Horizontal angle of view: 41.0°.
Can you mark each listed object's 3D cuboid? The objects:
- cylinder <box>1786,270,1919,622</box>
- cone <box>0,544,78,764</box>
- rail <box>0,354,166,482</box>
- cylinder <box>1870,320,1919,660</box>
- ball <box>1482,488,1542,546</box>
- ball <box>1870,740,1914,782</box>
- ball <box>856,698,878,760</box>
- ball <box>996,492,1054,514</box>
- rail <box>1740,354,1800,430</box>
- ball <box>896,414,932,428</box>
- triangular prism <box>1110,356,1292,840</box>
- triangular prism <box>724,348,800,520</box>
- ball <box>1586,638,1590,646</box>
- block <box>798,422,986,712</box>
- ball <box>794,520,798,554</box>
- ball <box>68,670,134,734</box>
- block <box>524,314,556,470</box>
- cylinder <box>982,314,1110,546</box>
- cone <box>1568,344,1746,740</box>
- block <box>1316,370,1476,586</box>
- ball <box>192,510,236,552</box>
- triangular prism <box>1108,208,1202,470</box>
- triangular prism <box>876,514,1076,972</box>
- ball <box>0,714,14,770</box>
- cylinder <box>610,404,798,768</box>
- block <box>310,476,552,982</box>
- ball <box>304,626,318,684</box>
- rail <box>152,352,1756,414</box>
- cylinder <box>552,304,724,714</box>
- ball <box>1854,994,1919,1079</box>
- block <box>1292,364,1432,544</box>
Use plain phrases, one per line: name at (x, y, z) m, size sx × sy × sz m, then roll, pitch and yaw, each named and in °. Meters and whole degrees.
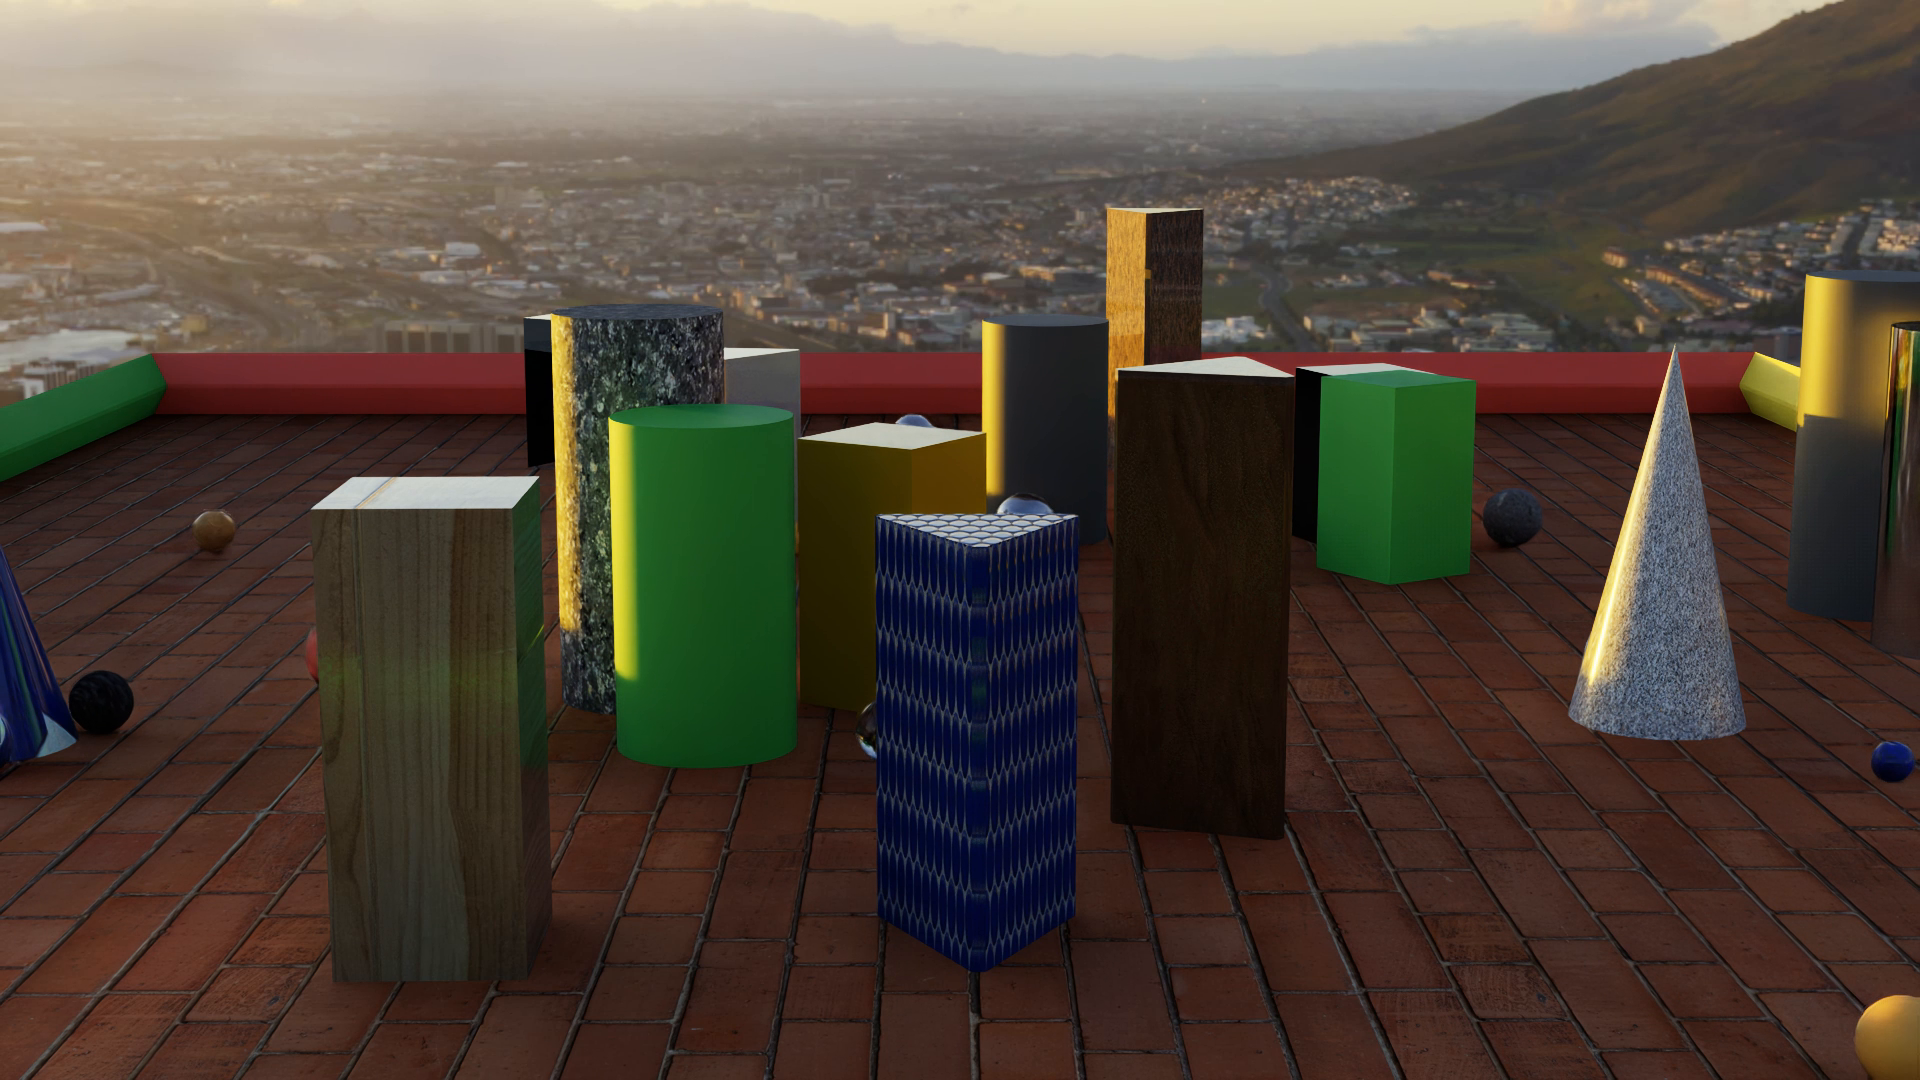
cylinder at (1.225, -0.130, 3.444) m, size 0.195 × 0.449 × 0.195 m, roll 0°, pitch 11°, yaw 0°
cone at (-1.060, 0.064, 2.758) m, size 0.195 × 0.319 × 0.195 m, roll 0°, pitch 11°, yaw 0°
rail at (-1.665, 0.034, 3.440) m, size 0.045 × 0.127 × 3.984 m, roll 0°, pitch 11°, yaw 0°
cylinder at (1.254, -0.063, 3.209) m, size 0.195 × 0.405 × 0.195 m, roll 0°, pitch 11°, yaw 0°
ball at (0.844, -0.035, 3.922) m, size 0.088 × 0.088 × 0.088 m, roll 0°, pitch 11°, yaw 0°
ball at (0.958, 0.227, 2.635) m, size 0.043 × 0.043 × 0.043 m, roll 0°, pitch 11°, yaw 0°
ball at (-0.075, 0.200, 2.707) m, size 0.070 × 0.070 × 0.070 m, roll 0°, pitch 11°, yaw 0°
ball at (0.098, -0.025, 3.858) m, size 0.092 × 0.092 × 0.092 m, roll 0°, pitch 11°, yaw 0°
rail at (1.665, 0.031, 3.458) m, size 0.045 × 0.127 × 3.984 m, roll 0°, pitch 11°, yaw 0°
ball at (-0.088, -0.192, 4.780) m, size 0.084 × 0.084 × 0.084 m, roll 0°, pitch 11°, yaw 0°
triangular prism at (0.251, 0.050, 2.496) m, size 0.169 × 0.443 × 0.146 m, roll 4°, pitch 11°, yaw 20°
triangular prism at (-0.353, -0.137, 3.894) m, size 0.146 × 0.300 × 0.169 m, roll 8°, pitch 13°, yaw 38°
ball at (0.782, 0.135, 3.075) m, size 0.064 × 0.064 × 0.064 m, roll 0°, pitch 11°, yaw 0°
block at (-0.077, 0.032, 2.960) m, size 0.156 × 0.308 × 0.156 m, roll 7°, pitch 12°, yaw 32°
ball at (-0.245, -0.004, 3.862) m, size 0.051 × 0.051 × 0.051 m, roll 0°, pitch 11°, yaw 0°
ball at (-0.946, 0.178, 2.827) m, size 0.069 × 0.069 × 0.069 m, roll 0°, pitch 11°, yaw 0°
block at (-0.684, -0.273, 4.695) m, size 0.156 × 0.274 × 0.156 m, roll 6°, pitch 12°, yaw 29°
cylinder at (0.132, -0.172, 3.980) m, size 0.195 × 0.338 × 0.195 m, roll 0°, pitch 11°, yaw 0°
cone at (0.786, -0.008, 2.856) m, size 0.195 × 0.425 × 0.195 m, roll 0°, pitch 11°, yaw 0°
block at (0.630, -0.094, 3.713) m, size 0.156 × 0.281 × 0.156 m, roll -7°, pitch 13°, yaw -33°
ball at (-1.127, -0.013, 3.876) m, size 0.063 × 0.063 × 0.063 m, roll 0°, pitch 11°, yaw 0°
triangular prism at (0.323, -0.356, 4.602) m, size 0.146 × 0.471 × 0.169 m, roll 8°, pitch 13°, yaw 38°
triangular prism at (0.036, 0.158, 2.160) m, size 0.146 × 0.352 × 0.169 m, roll -6°, pitch 12°, yaw -30°
ball at (-1.016, 0.209, 2.644) m, size 0.076 × 0.076 × 0.076 m, roll 0°, pitch 11°, yaw 0°
cylinder at (-0.274, 0.045, 2.750) m, size 0.195 × 0.359 × 0.195 m, roll 0°, pitch 11°, yaw 0°
block at (-0.428, 0.151, 2.106) m, size 0.156 × 0.386 × 0.156 m, roll 0°, pitch 11°, yaw -1°
ball at (-0.717, 0.132, 2.999) m, size 0.096 × 0.096 × 0.096 m, roll 0°, pitch 11°, yaw 0°
rail at (-0.011, -0.327, 5.384) m, size 3.378 × 0.127 × 0.045 m, roll 0°, pitch 11°, yaw 0°
cylinder at (-0.367, -0.040, 2.960) m, size 0.195 × 0.449 × 0.195 m, roll 0°, pitch 11°, yaw 0°
ball at (0.678, 0.361, 1.843) m, size 0.068 × 0.068 × 0.068 m, roll 0°, pitch 11°, yaw 0°
block at (0.620, -0.129, 3.949) m, size 0.156 × 0.264 × 0.156 m, roll -4°, pitch 11°, yaw -21°
